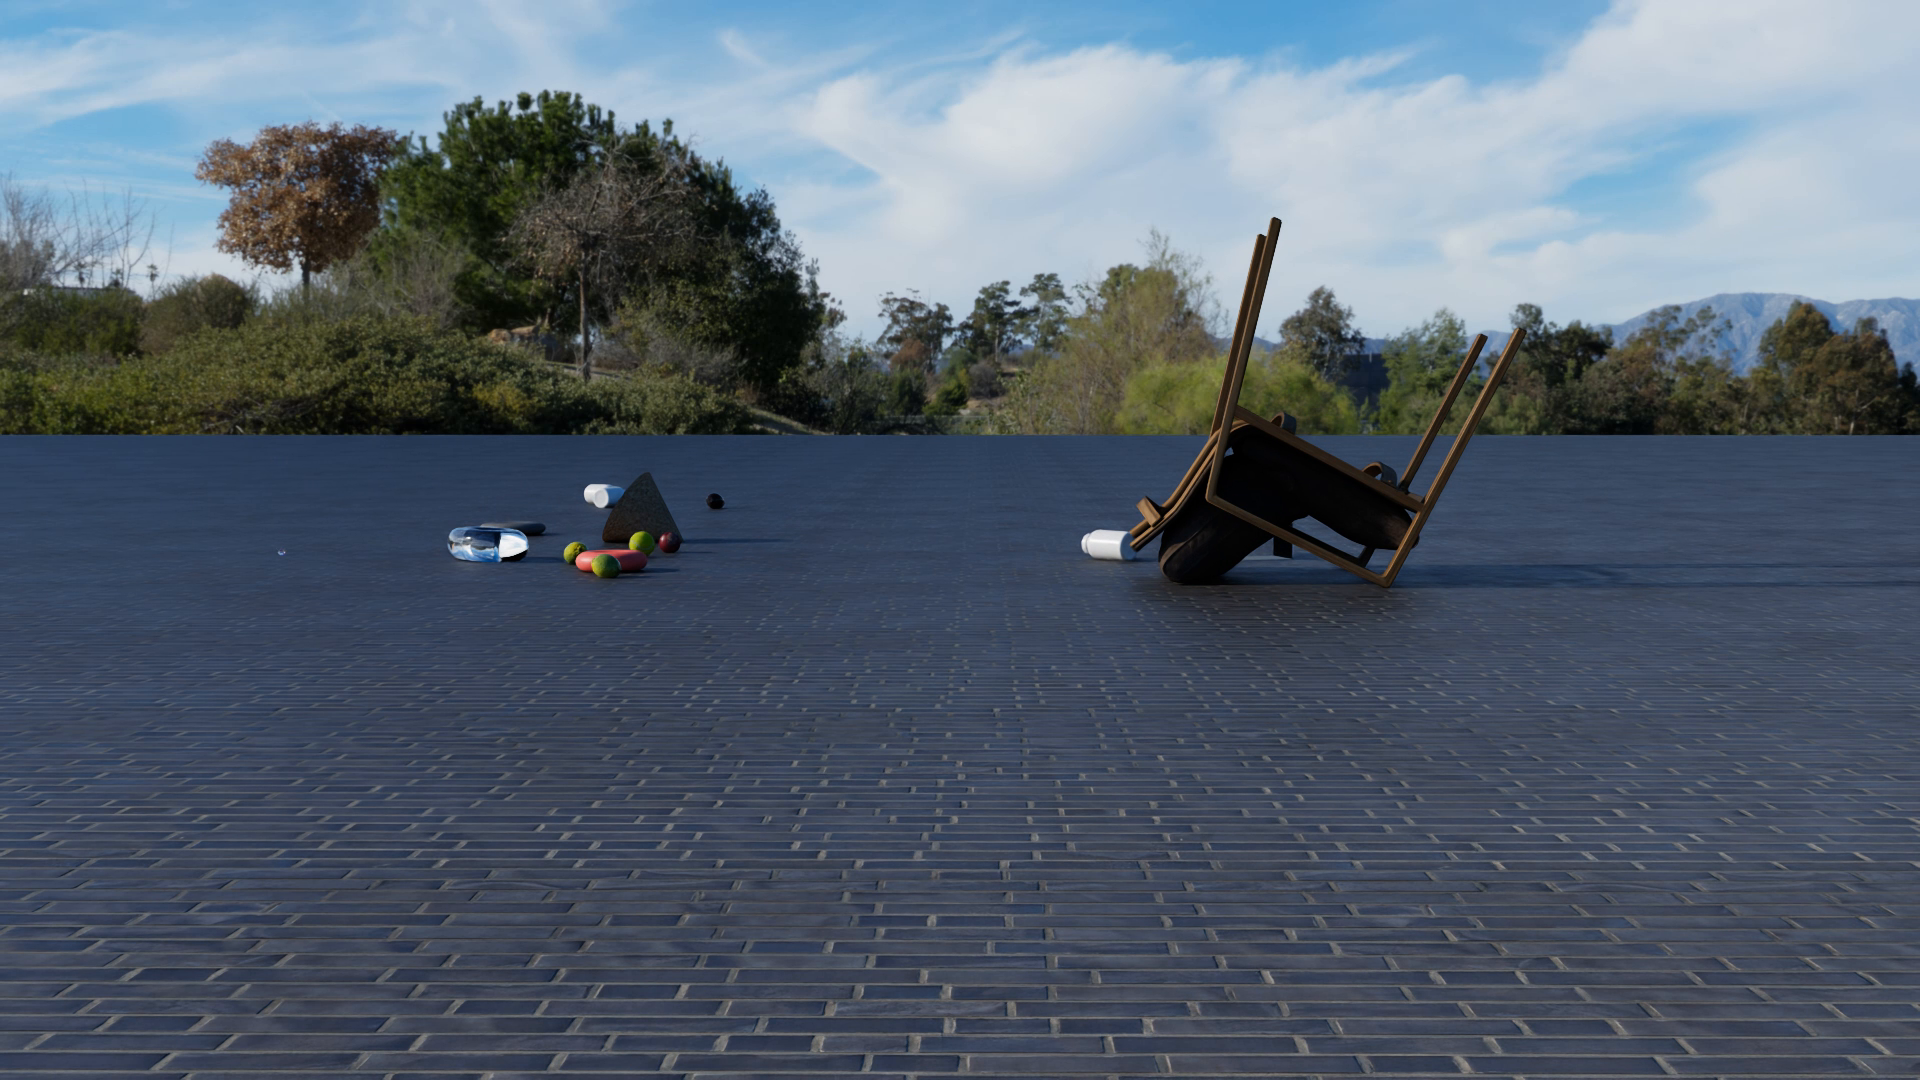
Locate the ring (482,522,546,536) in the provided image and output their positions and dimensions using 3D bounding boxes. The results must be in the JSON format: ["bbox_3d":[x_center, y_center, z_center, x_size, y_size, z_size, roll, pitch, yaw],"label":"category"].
[{"bbox_3d":[-1.381,-0.036,6.785,0.204,0.039,0.158,0,3,3],"label":"ring"}]

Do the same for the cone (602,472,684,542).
[{"bbox_3d":[-0.894,-0.045,6.461,0.205,0.246,0.211,31,-25,8],"label":"cone"}]

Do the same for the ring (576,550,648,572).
[{"bbox_3d":[-0.861,0.052,5.437,0.175,0.050,0.178,1,3,25],"label":"ring"}]

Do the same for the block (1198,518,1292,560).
[{"bbox_3d":[0.761,-0.002,5.879,0.190,0.095,0.188,-1,4,-17],"label":"block"}]

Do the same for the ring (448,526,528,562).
[{"bbox_3d":[-1.241,0.012,5.777,0.266,0.083,0.161,4,4,38],"label":"ring"}]
